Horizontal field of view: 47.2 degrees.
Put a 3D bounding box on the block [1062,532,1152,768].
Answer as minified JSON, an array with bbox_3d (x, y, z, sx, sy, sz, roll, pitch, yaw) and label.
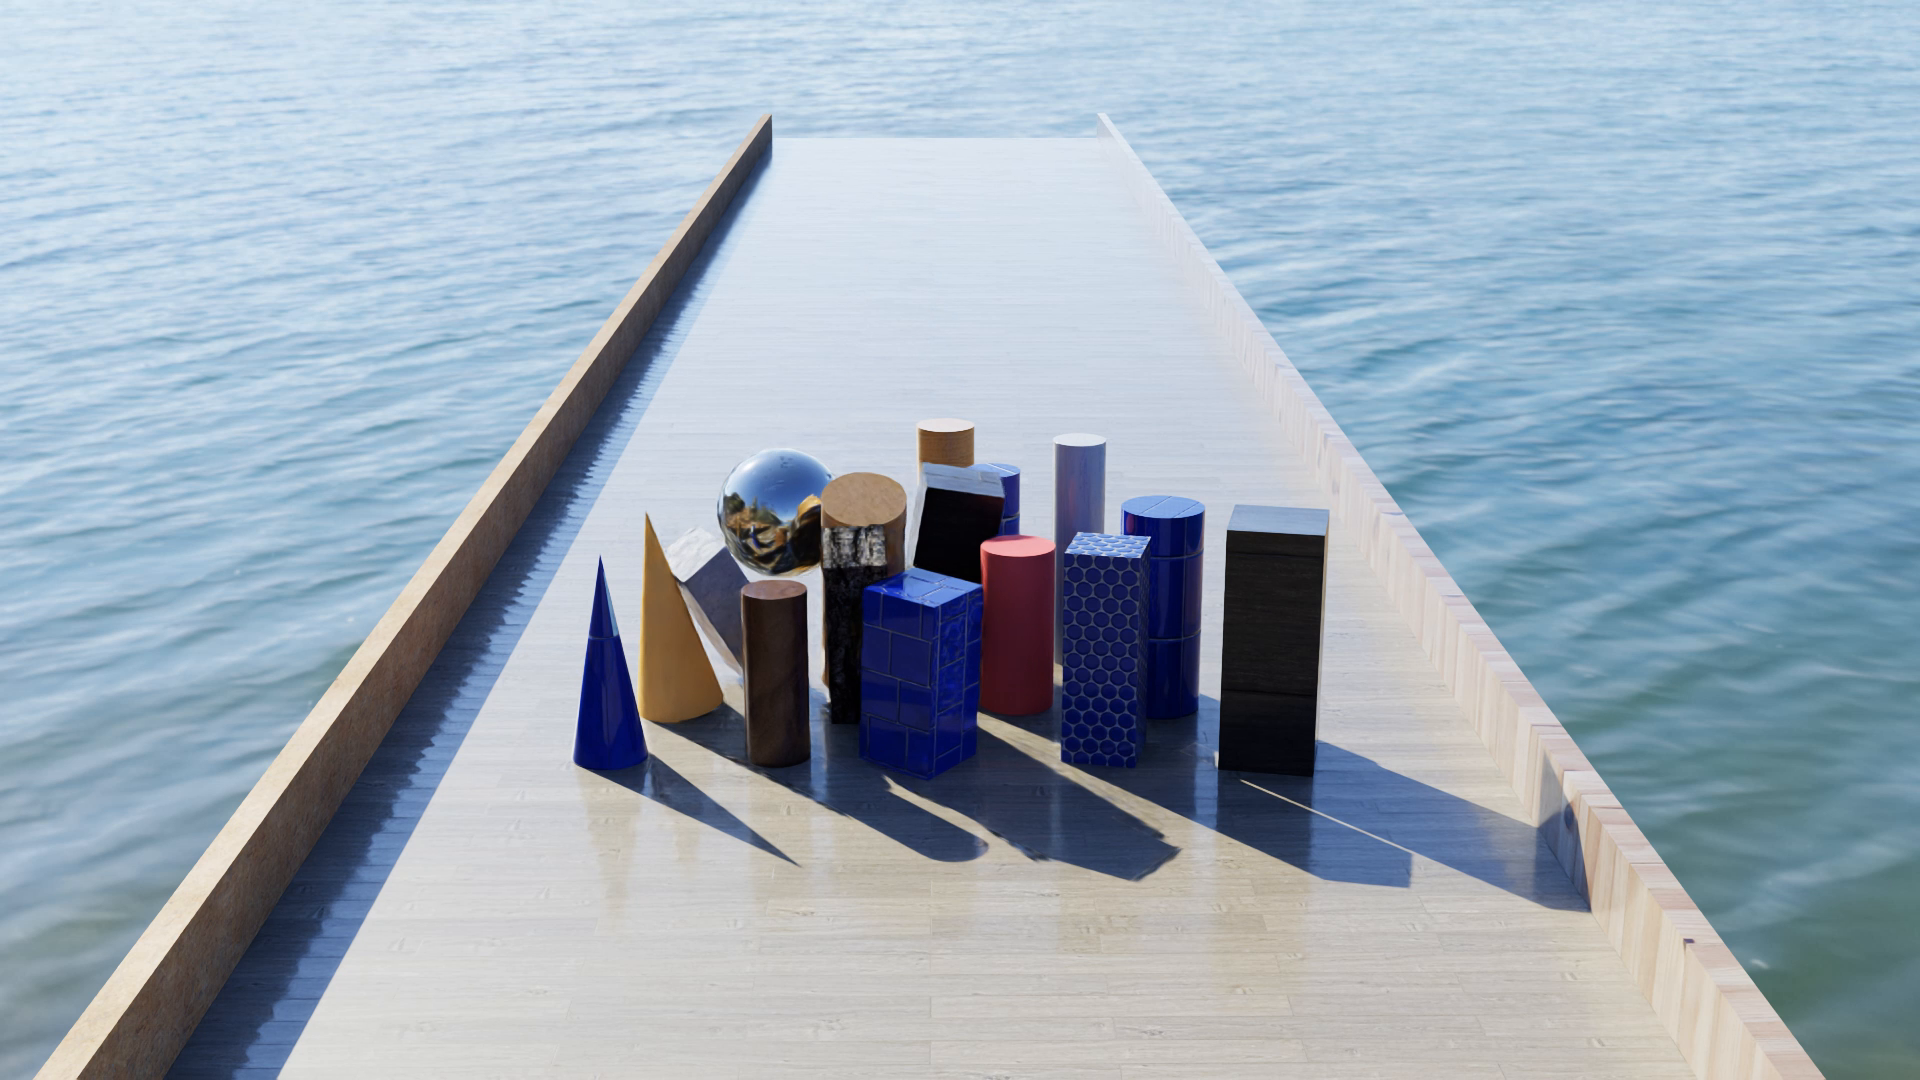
[{"bbox_3d":[0.259,0.194,3.895,0.132,0.387,0.132,4,17,13],"label":"block"}]

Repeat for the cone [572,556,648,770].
[{"bbox_3d":[-0.626,0.204,3.876,0.137,0.379,0.137,0,17,0],"label":"cone"}]

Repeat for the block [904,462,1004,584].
[{"bbox_3d":[-0.026,0.057,4.325,0.152,0.376,0.152,8,19,-7],"label":"block"}]

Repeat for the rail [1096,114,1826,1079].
[{"bbox_3d":[0.932,-0.844,7.801,0.050,0.150,12.000,0,17,-1],"label":"rail"}]

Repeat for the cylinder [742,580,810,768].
[{"bbox_3d":[-0.325,0.236,3.886,0.115,0.312,0.115,0,17,0],"label":"cylinder"}]

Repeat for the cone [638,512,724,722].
[{"bbox_3d":[-0.551,0.126,4.084,0.166,0.390,0.166,-6,21,2],"label":"cone"}]

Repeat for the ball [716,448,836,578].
[{"bbox_3d":[-0.336,-0.051,4.159,0.247,0.247,0.247,0,17,0],"label":"ball"}]

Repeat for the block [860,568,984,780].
[{"bbox_3d":[-0.069,0.233,3.868,0.149,0.320,0.149,14,21,32],"label":"block"}]

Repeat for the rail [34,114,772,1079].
[{"bbox_3d":[-1.118,-0.838,7.780,0.050,0.150,12.000,0,17,-1],"label":"rail"}]

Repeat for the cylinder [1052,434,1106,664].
[{"bbox_3d":[0.234,0.021,4.363,0.105,0.453,0.105,0,17,0],"label":"cylinder"}]

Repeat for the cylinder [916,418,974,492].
[{"bbox_3d":[-0.032,-0.085,4.895,0.129,0.352,0.129,0,17,0],"label":"cylinder"}]

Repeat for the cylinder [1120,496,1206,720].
[{"bbox_3d":[0.375,0.126,4.115,0.155,0.392,0.155,0,17,0],"label":"cylinder"}]

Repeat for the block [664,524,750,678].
[{"bbox_3d":[-0.447,0.128,4.205,0.104,0.320,0.104,-43,44,-15],"label":"block"}]

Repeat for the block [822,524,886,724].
[{"bbox_3d":[-0.188,0.157,3.995,0.110,0.385,0.110,-3,41,-4],"label":"block"}]

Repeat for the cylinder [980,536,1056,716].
[{"bbox_3d":[0.108,0.159,4.145,0.140,0.311,0.140,0,17,0],"label":"cylinder"}]

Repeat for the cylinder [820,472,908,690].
[{"bbox_3d":[-0.183,0.091,4.114,0.156,0.434,0.156,2,40,-2],"label":"cylinder"}]

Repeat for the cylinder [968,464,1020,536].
[{"bbox_3d":[0.068,0.009,4.629,0.117,0.323,0.117,0,17,0],"label":"cylinder"}]

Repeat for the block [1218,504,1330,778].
[{"bbox_3d":[0.552,0.175,3.867,0.166,0.439,0.166,3,17,11],"label":"block"}]
